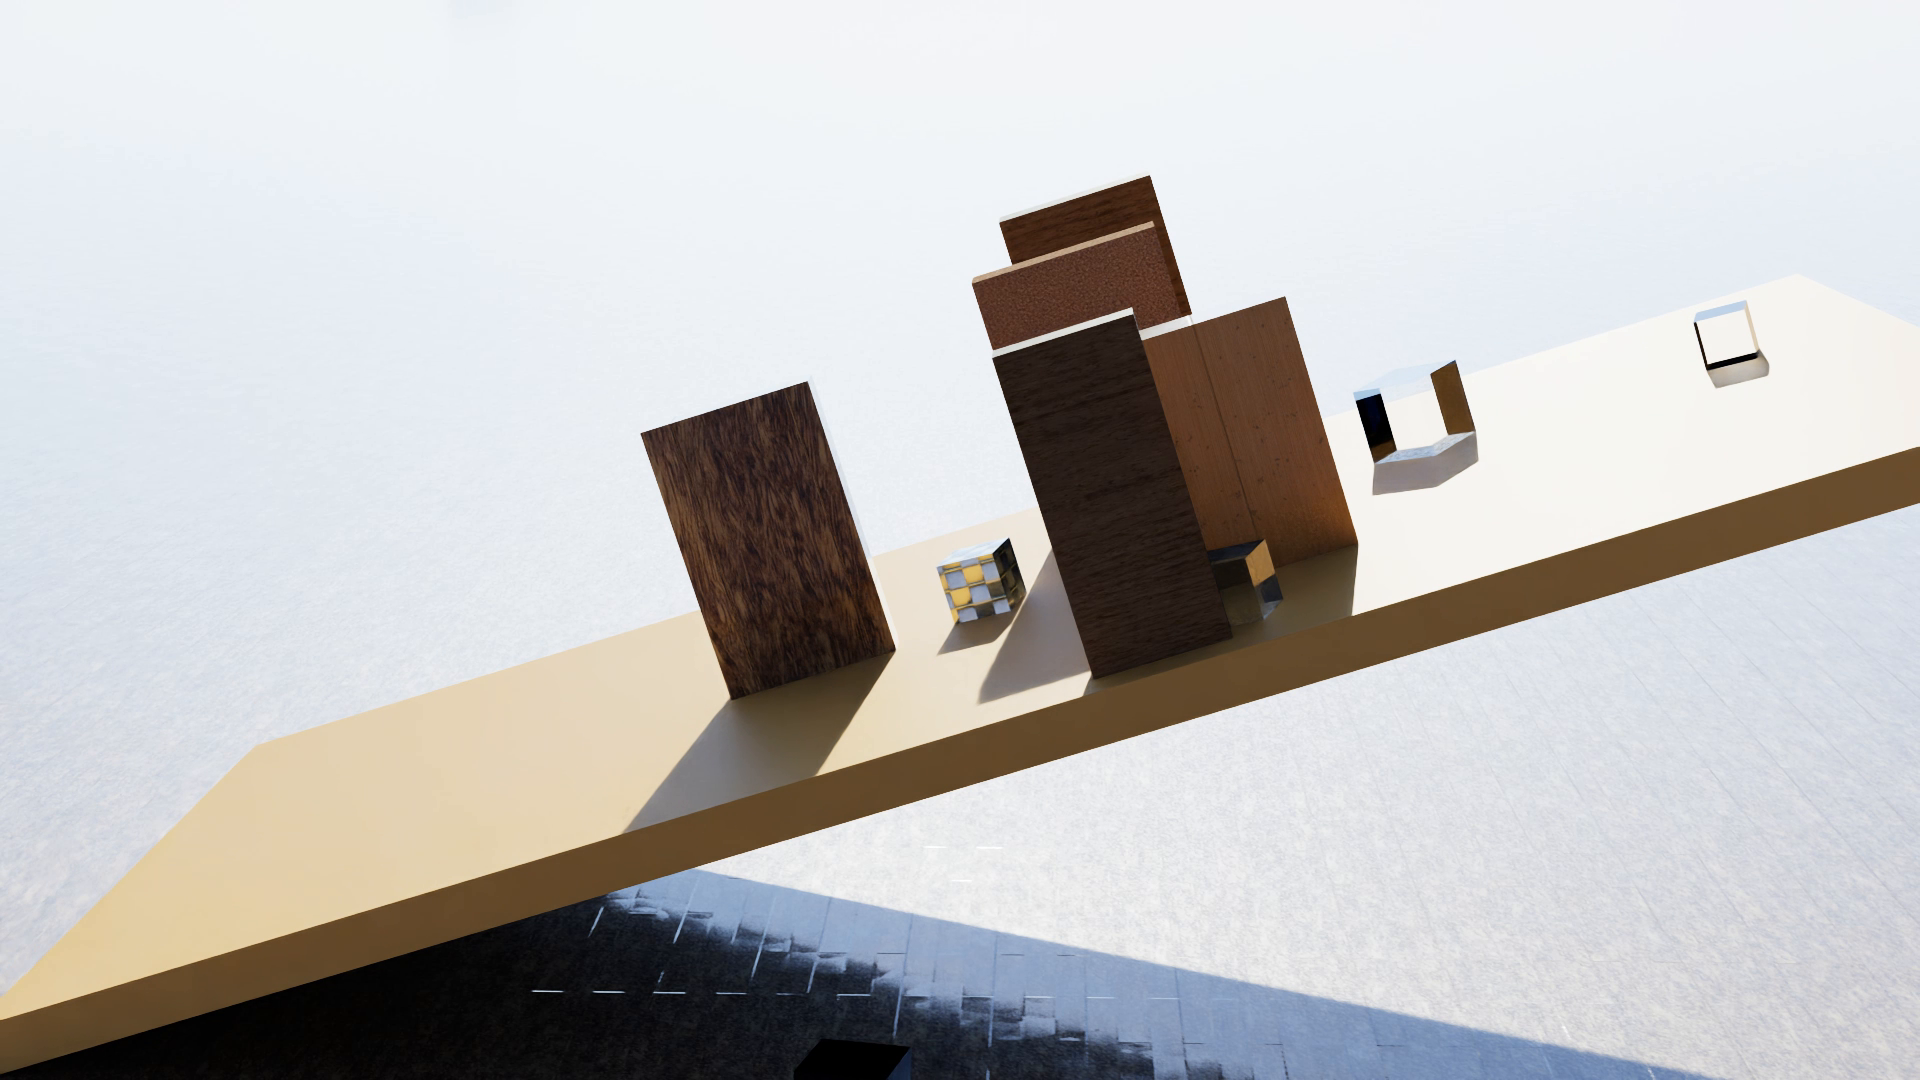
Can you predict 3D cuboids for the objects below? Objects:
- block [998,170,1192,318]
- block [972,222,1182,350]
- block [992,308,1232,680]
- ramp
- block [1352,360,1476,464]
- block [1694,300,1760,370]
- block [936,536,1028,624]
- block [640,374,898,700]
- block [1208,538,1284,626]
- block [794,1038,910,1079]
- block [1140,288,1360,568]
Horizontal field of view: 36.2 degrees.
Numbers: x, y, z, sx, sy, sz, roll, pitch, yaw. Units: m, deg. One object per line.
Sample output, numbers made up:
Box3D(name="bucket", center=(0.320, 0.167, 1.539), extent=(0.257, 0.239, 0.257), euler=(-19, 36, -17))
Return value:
Box3D(name="block", center=(0.378, -0.478, 7.019), extent=(0.372, 0.716, 0.140), euler=(-17, 10, 5))
Box3D(name="block", center=(0.326, -0.348, 6.654), extent=(0.426, 0.635, 0.129), euler=(-17, 10, 5))
Box3D(name="block", center=(0.279, -0.083, 5.376), extent=(0.266, 0.624, 0.093), euler=(-17, 10, 5))
Box3D(name="ramp", center=(0.099, 0.183, 6.312), extent=(4.000, 0.100, 2.000), euler=(-17, 10, 5))
Box3D(name="block", center=(1.000, -0.282, 6.472), extent=(0.168, 0.168, 0.168), euler=(-8, 15, 45))
Box3D(name="block", center=(1.658, -0.443, 6.361), extent=(0.110, 0.110, 0.110), euler=(-14, 11, 21))
Box3D(name="block", center=(0.047, 0.086, 6.269), extent=(0.130, 0.130, 0.130), euler=(-14, 11, 21))
Box3D(name="block", center=(-0.397, -0.004, 6.182), extent=(0.367, 0.599, 0.096), euler=(-17, 10, 5))
Box3D(name="block", center=(0.514, 0.084, 5.504), extent=(0.122, 0.122, 0.122), euler=(-13, 12, 27))
Box3D(name="block", center=(-0.188, 0.994, 5.185), extent=(0.166, 0.166, 0.166), euler=(3, 12, 14))
Box3D(name="block", center=(0.527, -0.192, 5.836), extent=(0.386, 0.513, 0.147), euler=(-17, 10, 5))
